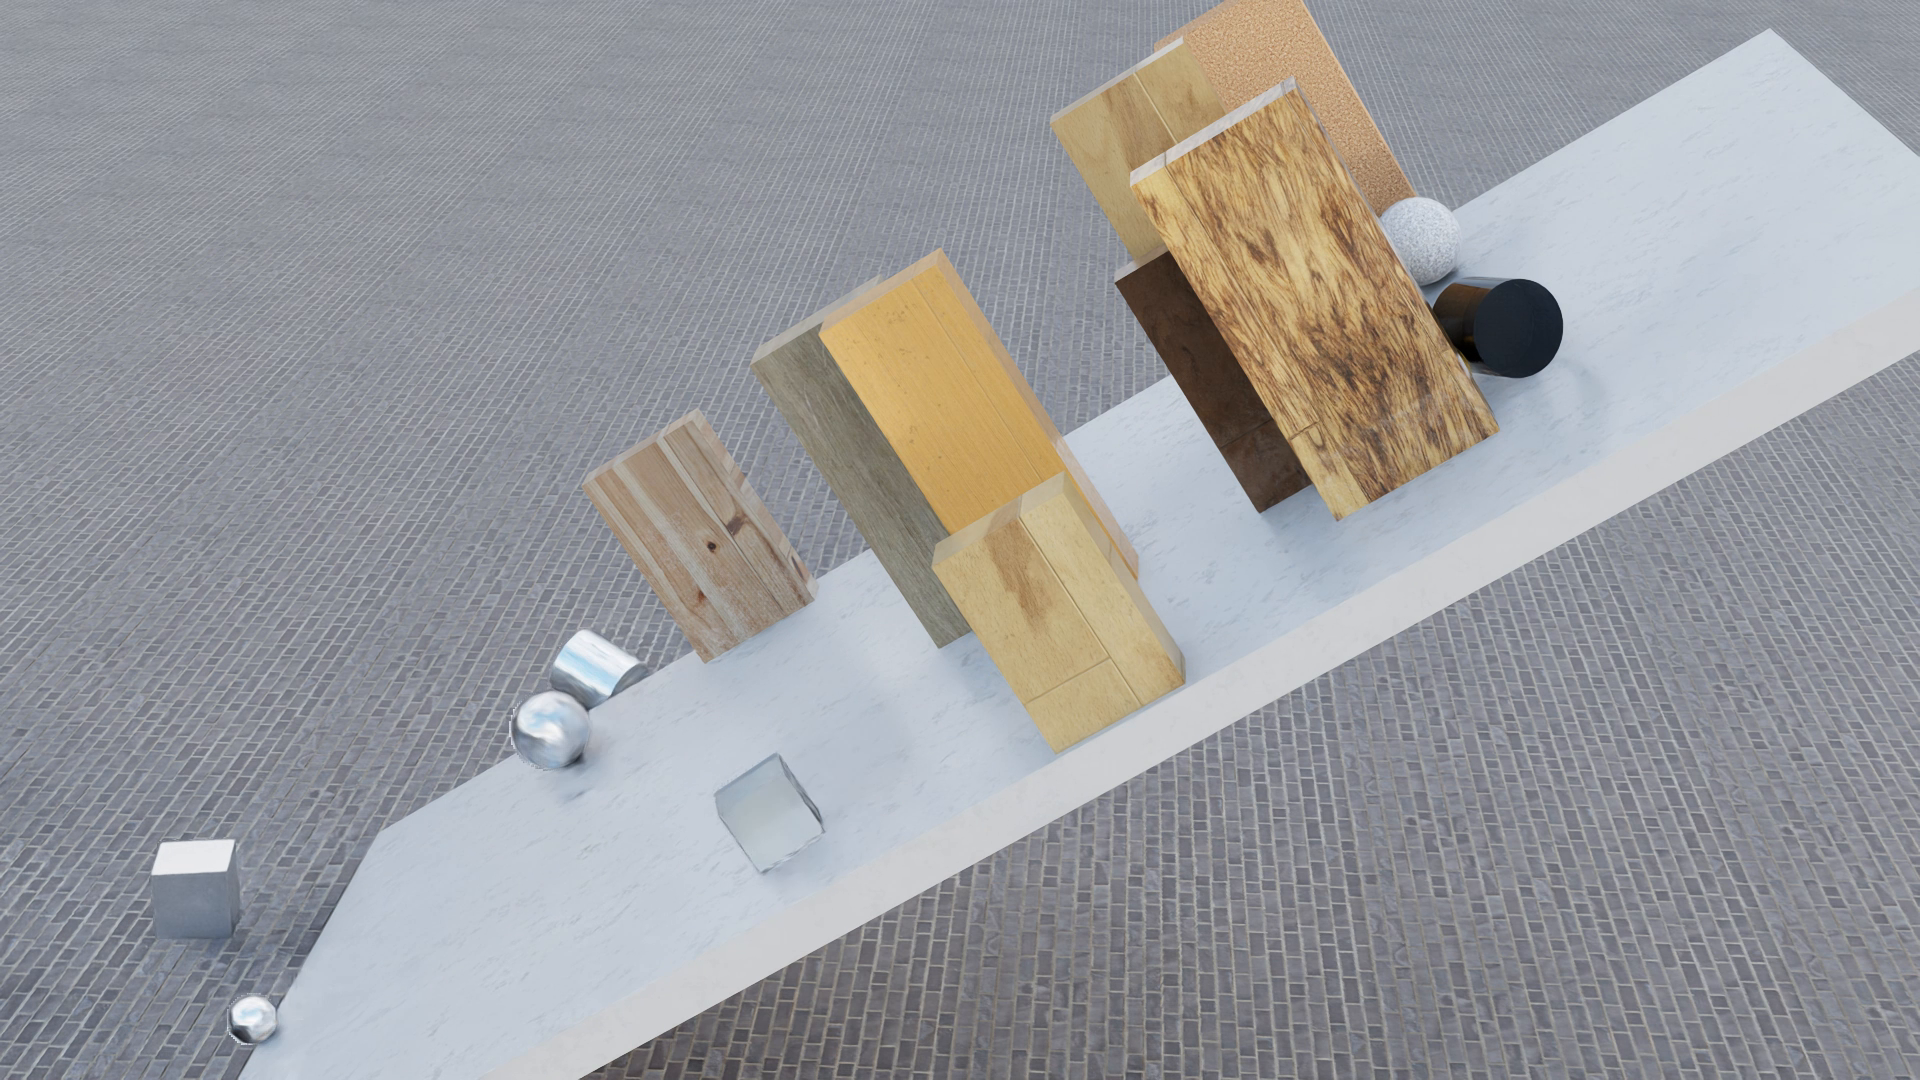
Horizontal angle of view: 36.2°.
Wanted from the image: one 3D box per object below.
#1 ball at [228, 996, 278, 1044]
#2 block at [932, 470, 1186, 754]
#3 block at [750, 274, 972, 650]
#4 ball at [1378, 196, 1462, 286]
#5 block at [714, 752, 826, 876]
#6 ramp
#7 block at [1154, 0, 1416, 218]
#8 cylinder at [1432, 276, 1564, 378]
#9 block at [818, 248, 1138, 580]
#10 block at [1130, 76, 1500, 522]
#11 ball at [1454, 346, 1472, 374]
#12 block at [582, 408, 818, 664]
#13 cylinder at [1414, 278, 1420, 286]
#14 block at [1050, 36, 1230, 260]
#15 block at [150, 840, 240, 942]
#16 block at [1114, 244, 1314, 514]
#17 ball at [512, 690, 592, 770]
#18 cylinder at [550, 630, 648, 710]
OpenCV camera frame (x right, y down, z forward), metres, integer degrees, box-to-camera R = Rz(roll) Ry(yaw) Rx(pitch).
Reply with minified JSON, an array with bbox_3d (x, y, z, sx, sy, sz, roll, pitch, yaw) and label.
[{"bbox_3d":[-1.591,1.079,6.617,0.107,0.107,0.107,0,20,0],"label":"ball"},{"bbox_3d":[0.180,0.132,5.303,0.274,0.422,0.123,-30,15,13],"label":"block"},{"bbox_3d":[-0.106,-0.162,6.214,0.311,0.736,0.136,-30,15,13],"label":"block"},{"bbox_3d":[1.012,-0.661,6.517,0.197,0.197,0.197,0,20,0],"label":"ball"},{"bbox_3d":[-0.371,0.532,5.722,0.150,0.150,0.150,-33,15,0],"label":"block"},{"bbox_3d":[0.141,0.169,6.291,4.000,0.100,2.000,-30,15,13],"label":"ramp"},{"bbox_3d":[0.772,-0.876,6.626,0.332,0.745,0.124,-30,15,13],"label":"block"},{"bbox_3d":[1.038,-0.414,5.697,0.190,0.190,0.190,-6,8,-16],"label":"cylinder"},{"bbox_3d":[0.044,-0.186,5.926,0.275,0.763,0.136,-30,15,13],"label":"block"},{"bbox_3d":[0.661,-0.444,5.471,0.348,0.754,0.121,-30,15,13],"label":"block"},{"bbox_3d":[0.902,-0.306,5.657,0.164,0.164,0.164,0,20,0],"label":"ball"},{"bbox_3d":[-0.634,-0.008,7.212,0.328,0.541,0.101,-30,15,13],"label":"block"},{"bbox_3d":[0.915,-0.529,6.392,0.153,0.153,0.153,-1,14,-3],"label":"cylinder"},{"bbox_3d":[0.540,-0.653,6.318,0.328,0.789,0.085,-30,15,13],"label":"block"},{"bbox_3d":[-1.906,0.873,7.345,0.182,0.182,0.182,-2,20,-6],"label":"block"},{"bbox_3d":[0.617,-0.386,5.772,0.397,0.554,0.084,-30,15,13],"label":"block"},{"bbox_3d":[-0.995,0.462,7.162,0.192,0.192,0.192,0,20,0],"label":"ball"},{"bbox_3d":[-1.051,0.396,8.566,0.202,0.202,0.202,30,30,18],"label":"cylinder"}]
